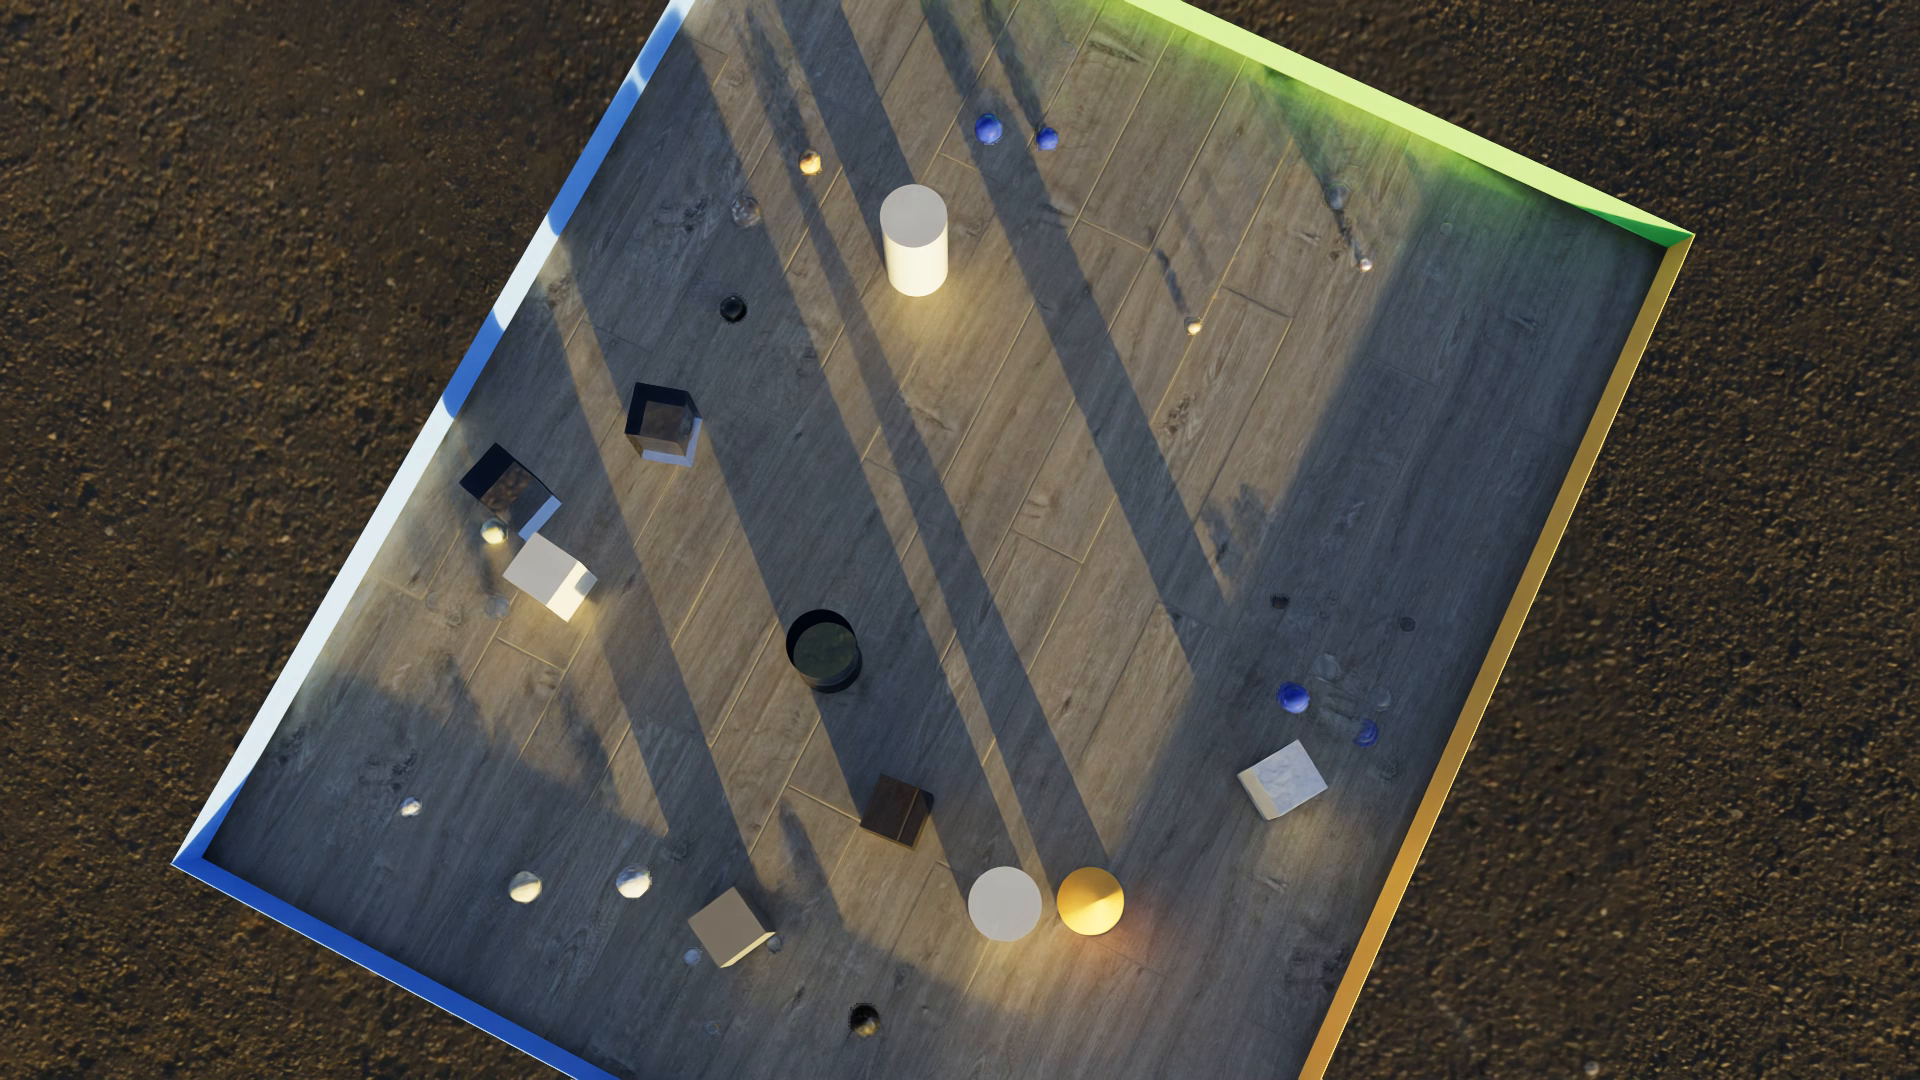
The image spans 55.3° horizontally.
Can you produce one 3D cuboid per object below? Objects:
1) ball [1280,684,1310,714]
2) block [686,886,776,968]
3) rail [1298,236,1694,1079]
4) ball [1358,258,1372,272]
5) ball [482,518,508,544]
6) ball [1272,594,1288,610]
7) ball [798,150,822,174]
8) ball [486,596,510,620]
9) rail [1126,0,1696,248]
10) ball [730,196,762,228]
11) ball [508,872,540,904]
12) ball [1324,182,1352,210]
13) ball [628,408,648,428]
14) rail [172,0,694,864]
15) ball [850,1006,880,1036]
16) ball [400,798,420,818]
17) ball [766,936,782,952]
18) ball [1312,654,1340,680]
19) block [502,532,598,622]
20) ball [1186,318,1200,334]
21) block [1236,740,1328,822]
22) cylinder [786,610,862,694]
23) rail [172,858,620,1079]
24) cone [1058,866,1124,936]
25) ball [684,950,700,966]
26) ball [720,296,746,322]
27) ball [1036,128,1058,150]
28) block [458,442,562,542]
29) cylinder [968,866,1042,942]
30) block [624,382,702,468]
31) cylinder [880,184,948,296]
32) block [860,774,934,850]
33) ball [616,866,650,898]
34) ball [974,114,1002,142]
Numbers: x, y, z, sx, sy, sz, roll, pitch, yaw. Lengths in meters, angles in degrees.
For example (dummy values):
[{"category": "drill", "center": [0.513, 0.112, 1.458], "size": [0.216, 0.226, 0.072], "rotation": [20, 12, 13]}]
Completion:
[{"category": "ball", "center": [0.998, 0.473, 5.473], "size": [0.089, 0.089, 0.089], "rotation": [0, 78, 0]}, {"category": "block", "center": [-0.648, 1.105, 5.236], "size": [0.159, 0.298, 0.159], "rotation": [-36, 81, -7]}, {"category": "rail", "center": [1.418, 0.701, 5.405], "size": [0.045, 0.129, 3.761], "rotation": [26, 80, 5]}, {"category": "ball", "center": [1.278, -0.867, 5.775], "size": [0.041, 0.041, 0.041], "rotation": [0, 78, 0]}, {"category": "ball", "center": [-1.419, -0.028, 5.582], "size": [0.077, 0.077, 0.077], "rotation": [0, 78, 0]}, {"category": "ball", "center": [0.969, 0.190, 5.553], "size": [0.047, 0.047, 0.047], "rotation": [0, 78, 0]}, {"category": "ball", "center": [-0.478, -1.202, 5.827], "size": [0.075, 0.075, 0.075], "rotation": [0, 78, 0]}, {"category": "ball", "center": [-1.399, 0.206, 5.538], "size": [0.071, 0.071, 0.071], "rotation": [0, 78, 0]}, {"category": "rail", "center": [0.830, -1.619, 5.885], "size": [3.219, 0.129, 0.045], "rotation": [26, 80, 5]}, {"category": "ball", "center": [-0.676, -1.035, 5.780], "size": [0.099, 0.099, 0.099], "rotation": [0, 78, 0]}, {"category": "ball", "center": [-1.274, 1.016, 5.359], "size": [0.093, 0.093, 0.093], "rotation": [0, 78, 0]}, {"category": "ball", "center": [1.194, -1.090, 5.797], "size": [0.088, 0.088, 0.088], "rotation": [0, 78, 0]}, {"category": "ball", "center": [-0.993, -0.376, 5.664], "size": [0.060, 0.060, 0.060], "rotation": [0, 78, 0]}, {"category": "rail", "center": [-1.418, -0.688, 5.692], "size": [0.045, 0.129, 3.761], "rotation": [26, 80, 5]}, {"category": "ball", "center": [-0.275, 1.386, 5.285], "size": [0.088, 0.088, 0.088], "rotation": [0, 78, 0]}, {"category": "ball", "center": [-1.626, 0.791, 5.422], "size": [0.060, 0.060, 0.060], "rotation": [0, 78, 0]}, {"category": "ball", "center": [-0.541, 1.179, 5.347], "size": [0.050, 0.050, 0.050], "rotation": [0, 78, 0]}, {"category": "ball", "center": [1.099, 0.382, 5.496], "size": [0.080, 0.080, 0.080], "rotation": [0, 78, 0]}, {"category": "block", "center": [-1.215, 0.112, 5.445], "size": [0.159, 0.291, 0.159], "rotation": [33, 80, 6]}, {"category": "ball", "center": [0.730, -0.670, 5.732], "size": [0.046, 0.046, 0.046], "rotation": [0, 78, 0]}, {"category": "block", "center": [0.933, 0.700, 5.327], "size": [0.159, 0.283, 0.159], "rotation": [-30, 80, -6]}, {"category": "cylinder", "center": [-0.394, 0.329, 5.366], "size": [0.198, 0.357, 0.198], "rotation": [0, 78, 0]}, {"category": "rail", "center": [-0.830, 1.633, 5.212], "size": [3.219, 0.129, 0.045], "rotation": [26, 80, 5]}, {"category": "cone", "center": [0.385, 1.022, 5.200], "size": [0.198, 0.402, 0.198], "rotation": [0, 78, 0]}, {"category": "ball", "center": [-0.780, 1.217, 5.341], "size": [0.046, 0.046, 0.046], "rotation": [0, 78, 0]}, {"category": "ball", "center": [-0.709, -0.720, 5.724], "size": [0.083, 0.083, 0.083], "rotation": [0, 78, 0]}, {"category": "ball", "center": [0.279, -1.279, 5.845], "size": [0.071, 0.071, 0.071], "rotation": [0, 78, 0]}, {"category": "block", "center": [-1.335, -0.139, 5.463], "size": [0.159, 0.357, 0.159], "rotation": [39, 81, 7]}, {"category": "cylinder", "center": [0.121, 1.027, 5.160], "size": [0.198, 0.478, 0.198], "rotation": [0, 78, 0]}, {"category": "block", "center": [-0.892, -0.345, 5.533], "size": [0.159, 0.304, 0.159], "rotation": [10, 78, 2]}, {"category": "cylinder", "center": [-0.136, -0.908, 5.587], "size": [0.198, 0.426, 0.198], "rotation": [0, 78, 0]}, {"category": "block", "center": [-0.179, 0.789, 5.291], "size": [0.159, 0.318, 0.159], "rotation": [21, 79, 4]}, {"category": "ball", "center": [-0.956, 1.000, 5.361], "size": [0.095, 0.095, 0.095], "rotation": [0, 78, 0]}, {"category": "ball", "center": [0.092, -1.313, 5.842], "size": [0.091, 0.091, 0.091], "rotation": [0, 78, 0]}]
